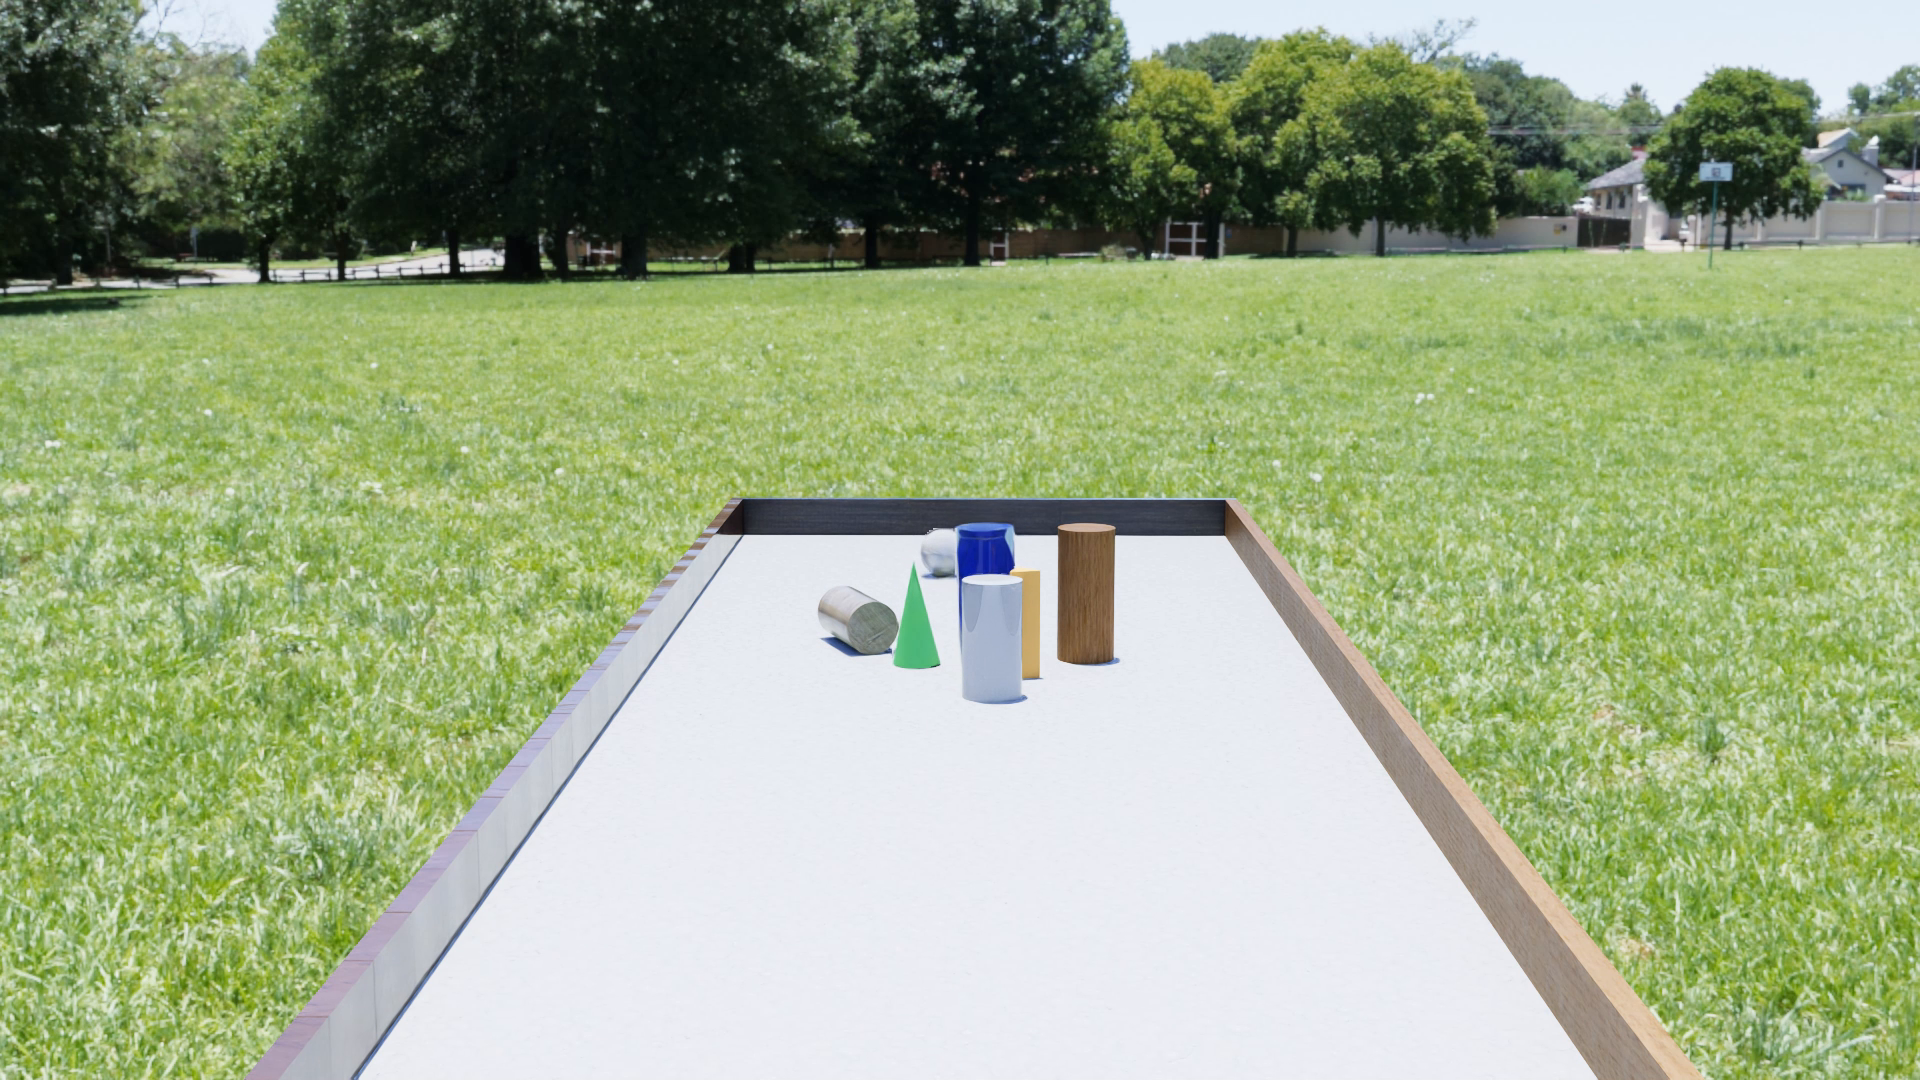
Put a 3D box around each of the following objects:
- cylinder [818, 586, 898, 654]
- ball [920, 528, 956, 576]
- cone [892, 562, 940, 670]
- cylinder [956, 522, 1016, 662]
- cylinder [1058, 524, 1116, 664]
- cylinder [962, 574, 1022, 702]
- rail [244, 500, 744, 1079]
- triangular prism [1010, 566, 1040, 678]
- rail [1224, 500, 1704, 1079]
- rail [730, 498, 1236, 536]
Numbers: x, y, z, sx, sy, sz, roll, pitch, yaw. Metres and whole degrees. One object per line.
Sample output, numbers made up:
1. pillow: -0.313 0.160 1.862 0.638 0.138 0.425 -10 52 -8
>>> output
1. cylinder: -0.323 0.249 6.909 0.165 0.165 0.309 -3 10 -21
2. ball: -0.062 0.046 8.155 0.176 0.176 0.176 0 9 0
3. cone: -0.135 0.214 6.603 0.144 0.318 0.144 -1 14 0
4. cylinder: 0.081 0.161 6.674 0.177 0.407 0.177 -2 8 0
5. cylinder: 0.383 0.162 6.693 0.174 0.405 0.174 0 9 0
6. cylinder: 0.090 0.276 6.197 0.172 0.335 0.172 0 9 0
7. rail: -1.004 0.839 3.234 0.050 0.150 12.000 0 9 1
8. triangular prism: 0.181 0.242 6.459 0.091 0.319 0.078 -2 9 -14
9. rail: 1.046 0.843 3.208 0.050 0.150 12.000 0 9 1
10. rail: 0.099 -0.098 9.147 2.100 0.150 0.050 0 9 1
